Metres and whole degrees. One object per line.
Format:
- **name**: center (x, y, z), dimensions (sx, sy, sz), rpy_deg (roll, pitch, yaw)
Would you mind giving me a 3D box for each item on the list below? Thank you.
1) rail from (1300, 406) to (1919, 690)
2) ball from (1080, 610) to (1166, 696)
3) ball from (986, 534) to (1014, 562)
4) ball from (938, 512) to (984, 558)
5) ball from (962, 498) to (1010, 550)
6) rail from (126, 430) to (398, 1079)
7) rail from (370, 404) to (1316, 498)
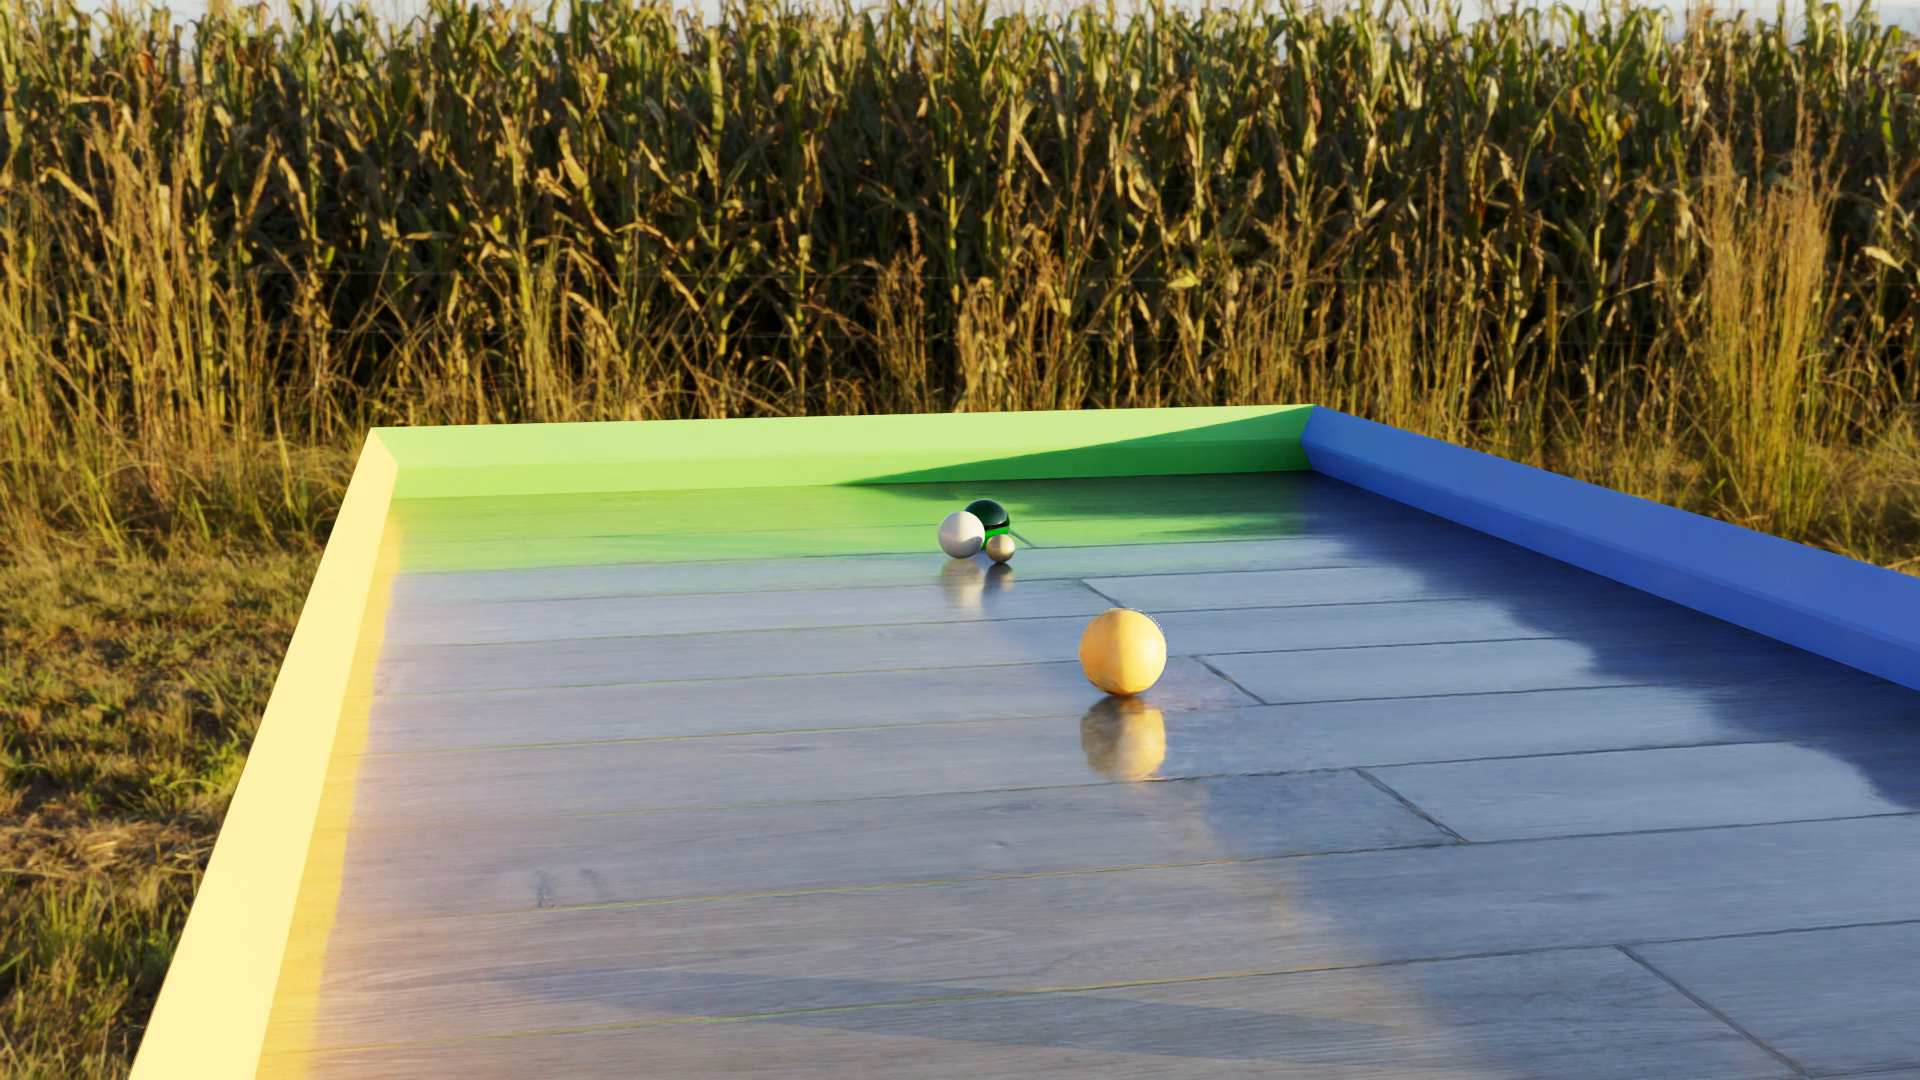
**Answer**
- **rail**: center (0.996, 0.072, 2.614), dimensions (0.045, 0.123, 3.225), rpy_deg (-2, 10, -12)
- **ball**: center (0.178, 0.124, 2.406), dimensions (0.095, 0.095, 0.095), rpy_deg (0, 10, 0)
- **ball**: center (0.059, 0.012, 3.209), dimensions (0.042, 0.042, 0.042), rpy_deg (0, 10, 0)
- **ball**: center (0.001, -0.008, 3.241), dimensions (0.070, 0.070, 0.070), rpy_deg (0, 10, 0)
- **ball**: center (0.037, -0.024, 3.315), dimensions (0.077, 0.077, 0.077), rpy_deg (0, 10, 0)
- **rail**: center (-0.650, 0.134, 2.258), dimensions (0.045, 0.123, 3.225), rpy_deg (-2, 10, -12)
- **rail**: center (-0.168, -0.160, 3.966), dimensions (1.732, 0.123, 0.045), rpy_deg (-2, 10, -12)
